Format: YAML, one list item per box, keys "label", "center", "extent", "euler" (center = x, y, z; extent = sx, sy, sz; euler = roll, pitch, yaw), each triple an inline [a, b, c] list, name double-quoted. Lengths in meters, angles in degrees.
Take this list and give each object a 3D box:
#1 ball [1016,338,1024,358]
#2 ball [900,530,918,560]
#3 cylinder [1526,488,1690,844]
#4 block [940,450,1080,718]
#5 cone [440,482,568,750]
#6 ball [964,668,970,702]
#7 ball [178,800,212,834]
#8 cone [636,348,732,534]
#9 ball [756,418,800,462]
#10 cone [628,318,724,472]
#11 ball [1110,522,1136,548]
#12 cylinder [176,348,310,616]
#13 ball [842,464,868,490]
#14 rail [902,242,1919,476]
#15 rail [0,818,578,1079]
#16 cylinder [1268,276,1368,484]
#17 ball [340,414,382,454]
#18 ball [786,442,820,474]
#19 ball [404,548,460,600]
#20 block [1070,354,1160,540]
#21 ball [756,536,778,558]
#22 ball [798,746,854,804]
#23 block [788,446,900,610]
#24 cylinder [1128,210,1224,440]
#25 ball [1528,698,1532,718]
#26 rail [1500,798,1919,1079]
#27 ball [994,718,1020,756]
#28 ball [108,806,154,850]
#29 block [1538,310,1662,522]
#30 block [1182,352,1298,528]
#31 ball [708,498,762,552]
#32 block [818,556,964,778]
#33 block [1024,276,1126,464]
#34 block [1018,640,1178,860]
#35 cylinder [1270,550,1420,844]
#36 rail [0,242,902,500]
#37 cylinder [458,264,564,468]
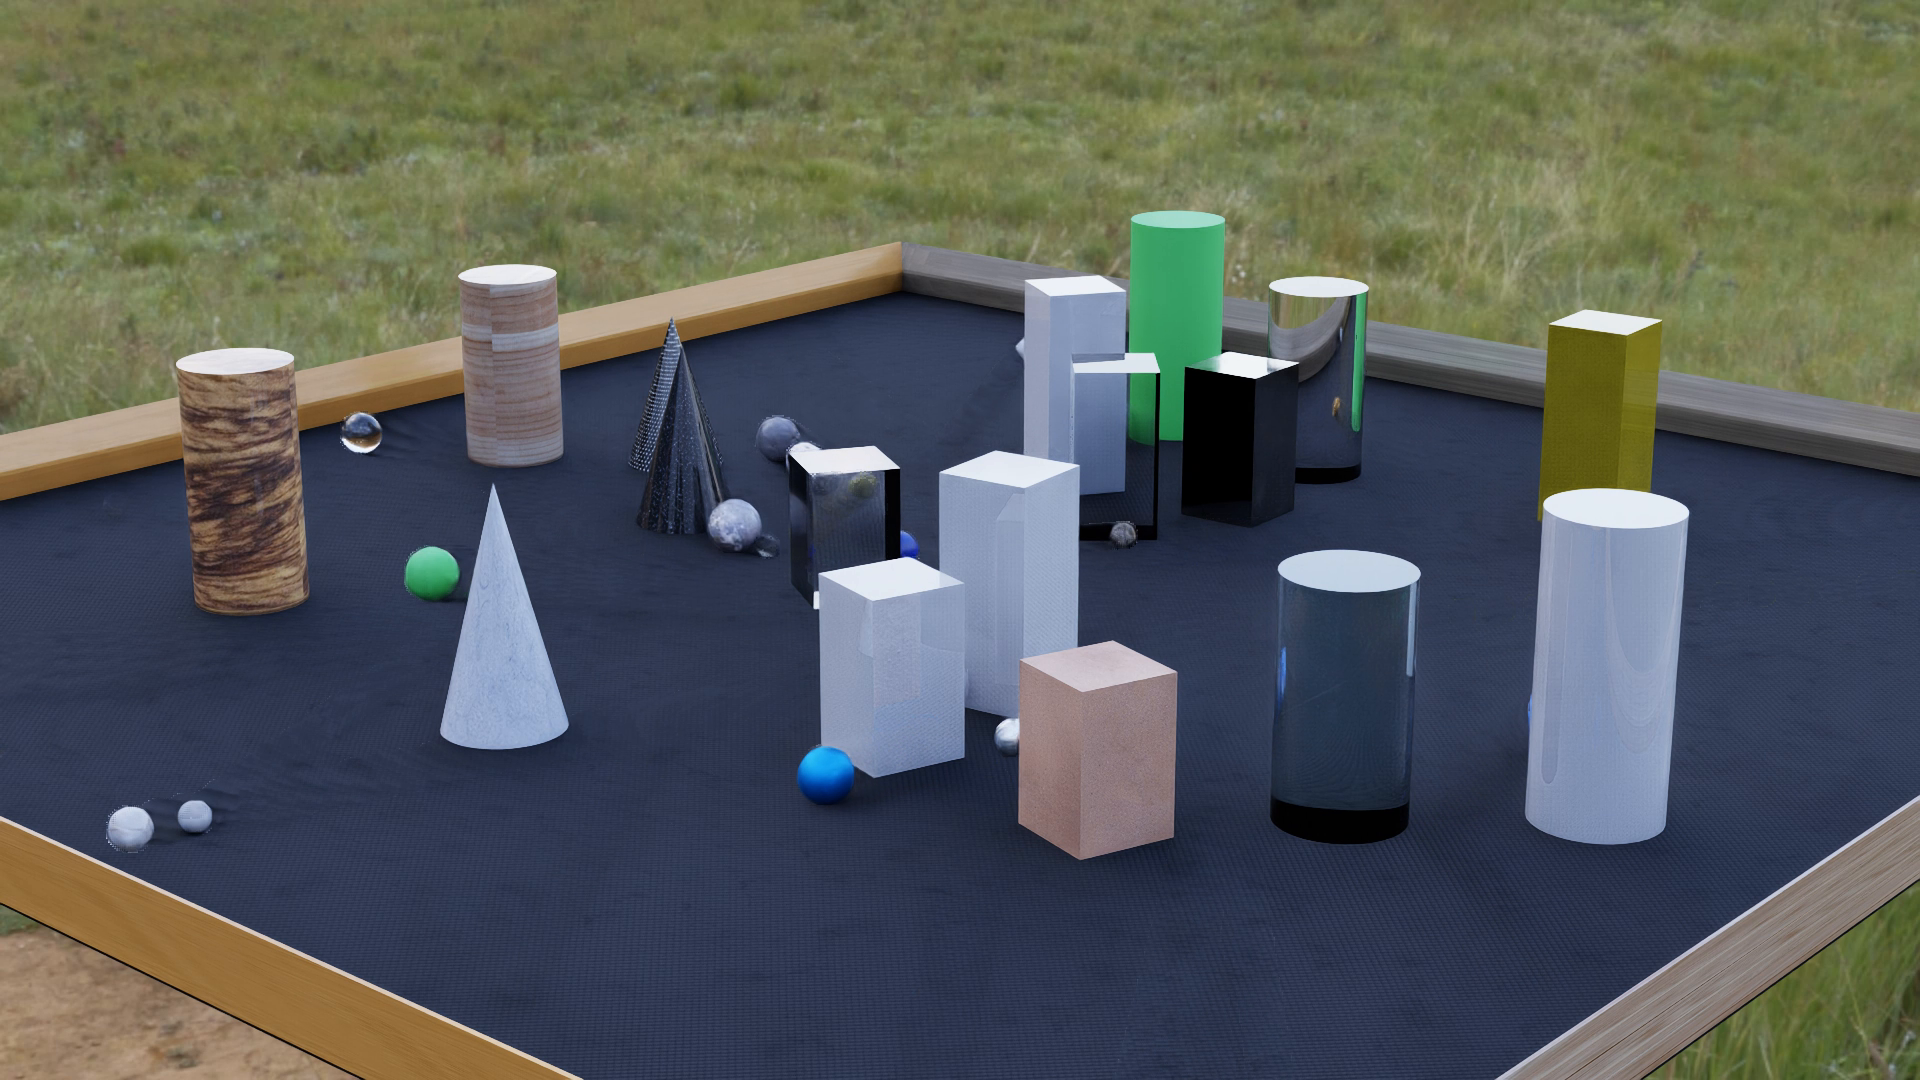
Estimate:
- label: "ball"
  center: [0.155, -0.448, 6.854]
  extent: [0.047, 0.047, 0.047]
  euler: [0, 17, 0]
- label: "ball"
  center: [-0.113, 0.020, 5.252]
  extent: [0.075, 0.075, 0.075]
  euler: [0, 17, 0]
- label: "cylinder"
  center: [0.898, 0.174, 4.081]
  extent: [0.196, 0.456, 0.196]
  euler: [0, 17, 0]
- label: "block"
  center: [0.077, 0.069, 4.574]
  extent: [0.156, 0.373, 0.156]
  euler: [11, 20, 33]
- label: "cone"
  center: [-0.699, 0.100, 4.443]
  extent: [0.196, 0.390, 0.196]
  euler: [0, 17, 0]
- label: "ball"
  center: [-0.034, 0.224, 4.538]
  extent: [0.098, 0.098, 0.098]
  euler: [0, 17, 0]
- label: "ball"
  center: [-1.067, 0.386, 4.088]
  extent: [0.047, 0.047, 0.047]
  euler: [0, 17, 0]
- label: "cone"
  center: [-0.519, -0.201, 5.531]
  extent: [0.196, 0.338, 0.196]
  euler: [0, 17, 0]
- label: "ball"
  center: [-0.371, -0.206, 5.975]
  extent: [0.090, 0.090, 0.090]
  euler: [0, 17, 0]
- label: "cone"
  center: [-0.579, -0.306, 5.937]
  extent: [0.196, 0.304, 0.196]
  euler: [0, 17, 0]
- label: "ball"
  center: [0.300, -0.009, 5.399]
  extent: [0.047, 0.047, 0.047]
  euler: [0, 17, 0]
- label: "cylinder"
  center: [-1.234, -0.102, 5.052]
  extent: [0.196, 0.424, 0.196]
  euler: [0, 17, 0]
- label: "ball"
  center: [-0.206, -0.123, 5.765]
  extent: [0.054, 0.054, 0.054]
  euler: [0, 17, 0]
- label: "rail"
  center: [1.189, -0.364, 6.431]
  extent: [3.594, 0.127, 0.045]
  euler: [14, 22, 39]
- label: "rail"
  center: [-1.189, 0.427, 3.809]
  extent: [3.594, 0.127, 0.045]
  euler: [14, 22, 39]
- label: "cylinder"
  center: [0.710, -0.320, 5.854]
  extent: [0.196, 0.379, 0.196]
  euler: [0, 17, 0]
- label: "ball"
  center: [-1.231, -0.220, 6.034]
  extent: [0.083, 0.083, 0.083]
  euler: [0, 17, 0]
- label: "ball"
  center: [-0.308, -0.154, 5.826]
  extent: [0.078, 0.078, 0.078]
  euler: [0, 17, 0]
- label: "ball"
  center: [-0.917, 0.059, 5.093]
  extent: [0.093, 0.093, 0.093]
  euler: [0, 17, 0]
- label: "block"
  center: [0.287, -0.175, 5.476]
  extent: [0.156, 0.320, 0.156]
  euler: [0, 17, -1]
- label: "ball"
  center: [-0.350, 0.012, 5.340]
  extent: [0.041, 0.041, 0.041]
  euler: [0, 17, 0]
- label: "ball"
  center: [-0.191, 0.336, 4.193]
  extent: [0.082, 0.082, 0.082]
  euler: [0, 17, 0]
- label: "block"
  center: [-0.201, -0.023, 5.114]
  extent: [0.156, 0.238, 0.156]
  euler: [-5, 18, -17]
- label: "cylinder"
  center: [0.454, -0.452, 6.168]
  extent: [0.196, 0.450, 0.196]
  euler: [0, 17, 0]
- label: "ball"
  center: [0.904, 0.258, 4.451]
  extent: [0.082, 0.082, 0.082]
  euler: [0, 17, 0]
- label: "rail"
  center: [1.339, 0.367, 4.007]
  extent: [0.045, 0.127, 3.675]
  euler: [14, 22, 39]
- label: "ball"
  center: [0.080, 0.294, 4.375]
  extent: [0.058, 0.058, 0.058]
  euler: [0, 17, 0]
- label: "ball"
  center: [-1.140, 0.396, 4.029]
  extent: [0.061, 0.061, 0.061]
  euler: [0, 17, 0]
- label: "block"
  center: [1.206, -0.224, 5.532]
  extent: [0.156, 0.382, 0.156]
  euler: [12, 21, 35]
- label: "block"
  center: [0.533, -0.192, 5.585]
  extent: [0.156, 0.290, 0.156]
  euler: [12, 21, 35]
- label: "ball"
  center: [-0.413, -0.027, 5.371]
  extent: [0.097, 0.097, 0.097]
  euler: [0, 17, 0]
- label: "block"
  center: [-0.101, 0.187, 4.357]
  extent: [0.156, 0.273, 0.156]
  euler: [-10, 20, -31]
- label: "block"
  center: [0.226, -0.314, 5.817]
  extent: [0.156, 0.388, 0.156]
  euler: [-5, 17, -16]
- label: "block"
  center: [0.190, 0.289, 4.068]
  extent: [0.156, 0.243, 0.156]
  euler: [-10, 19, -30]
- label: "cylinder"
  center: [0.536, 0.217, 4.094]
  extent: [0.196, 0.366, 0.196]
  euler: [0, 17, 0]
- label: "rail"
  center: [-1.339, -0.304, 6.233]
  extent: [0.045, 0.127, 3.675]
  euler: [14, 22, 39]
- label: "cylinder"
  center: [-0.913, -0.355, 5.973]
  extent: [0.196, 0.378, 0.196]
  euler: [0, 17, 0]
